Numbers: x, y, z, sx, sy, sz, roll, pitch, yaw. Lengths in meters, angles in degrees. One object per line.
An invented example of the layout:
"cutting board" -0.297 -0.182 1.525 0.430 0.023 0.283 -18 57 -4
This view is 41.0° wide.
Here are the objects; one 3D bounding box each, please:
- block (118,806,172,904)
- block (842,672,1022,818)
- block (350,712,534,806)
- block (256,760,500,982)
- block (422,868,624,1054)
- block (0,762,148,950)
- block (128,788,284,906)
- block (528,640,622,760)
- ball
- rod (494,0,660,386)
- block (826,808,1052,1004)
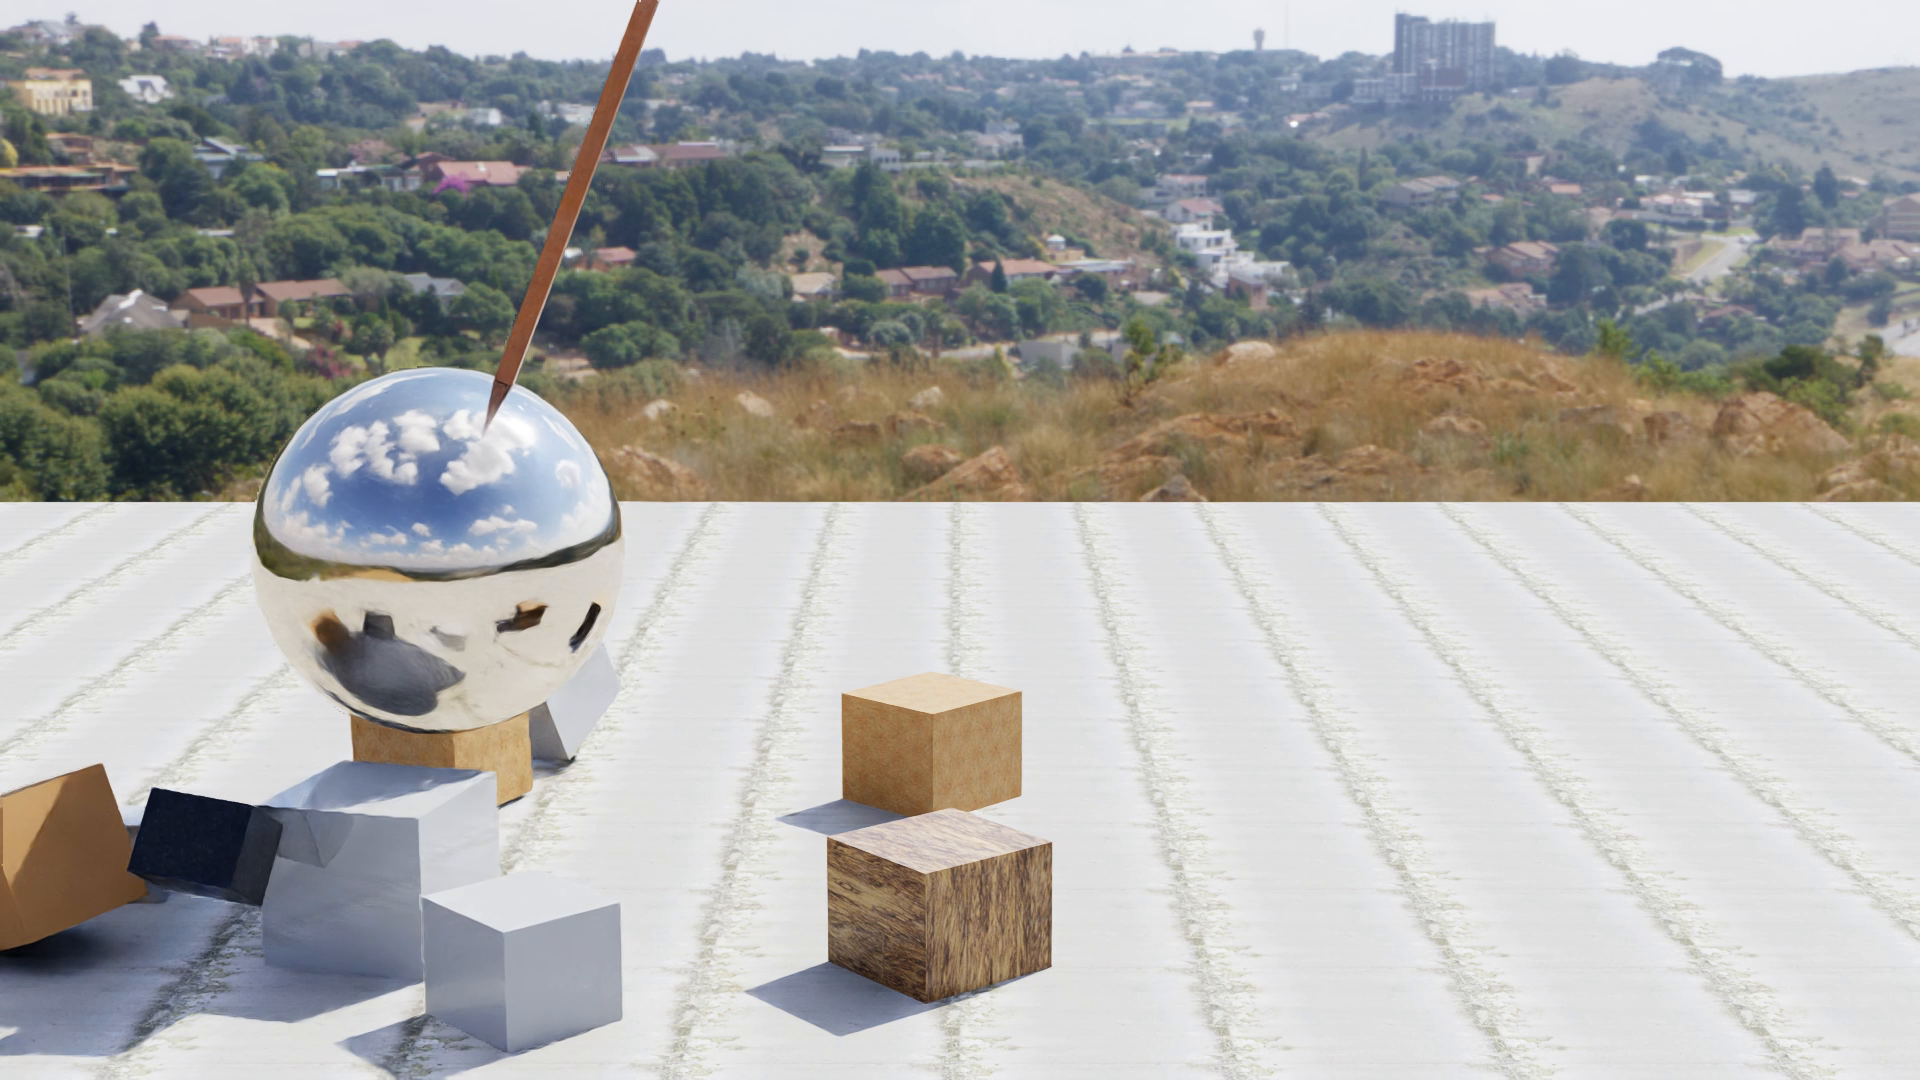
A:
"block" -3.602 1.361 11.102 0.350 0.347 0.312 -2 10 -6
"block" -0.137 1.003 12.562 0.614 0.532 0.634 9 14 42
"block" -2.509 1.001 12.442 0.585 0.555 0.630 2 10 24
"block" -2.342 1.328 10.405 0.699 0.665 0.702 3 11 15
"block" -1.644 1.571 9.638 0.509 0.461 0.562 -9 14 -42
"block" -3.748 1.295 10.330 0.535 0.569 0.575 -16 3 36
"block" -2.876 1.175 9.798 0.408 0.323 0.353 9 -18 8
"block" -2.285 0.674 13.268 0.696 0.683 0.602 -1 33 25
"ball" -2.266 0.046 11.189 1.600 1.600 1.600 0 10 0
"rod" -0.982 -3.051 10.626 0.080 5.200 0.080 22 10 -4
"block" -0.082 1.439 10.202 0.644 0.518 0.624 -8 13 -39
